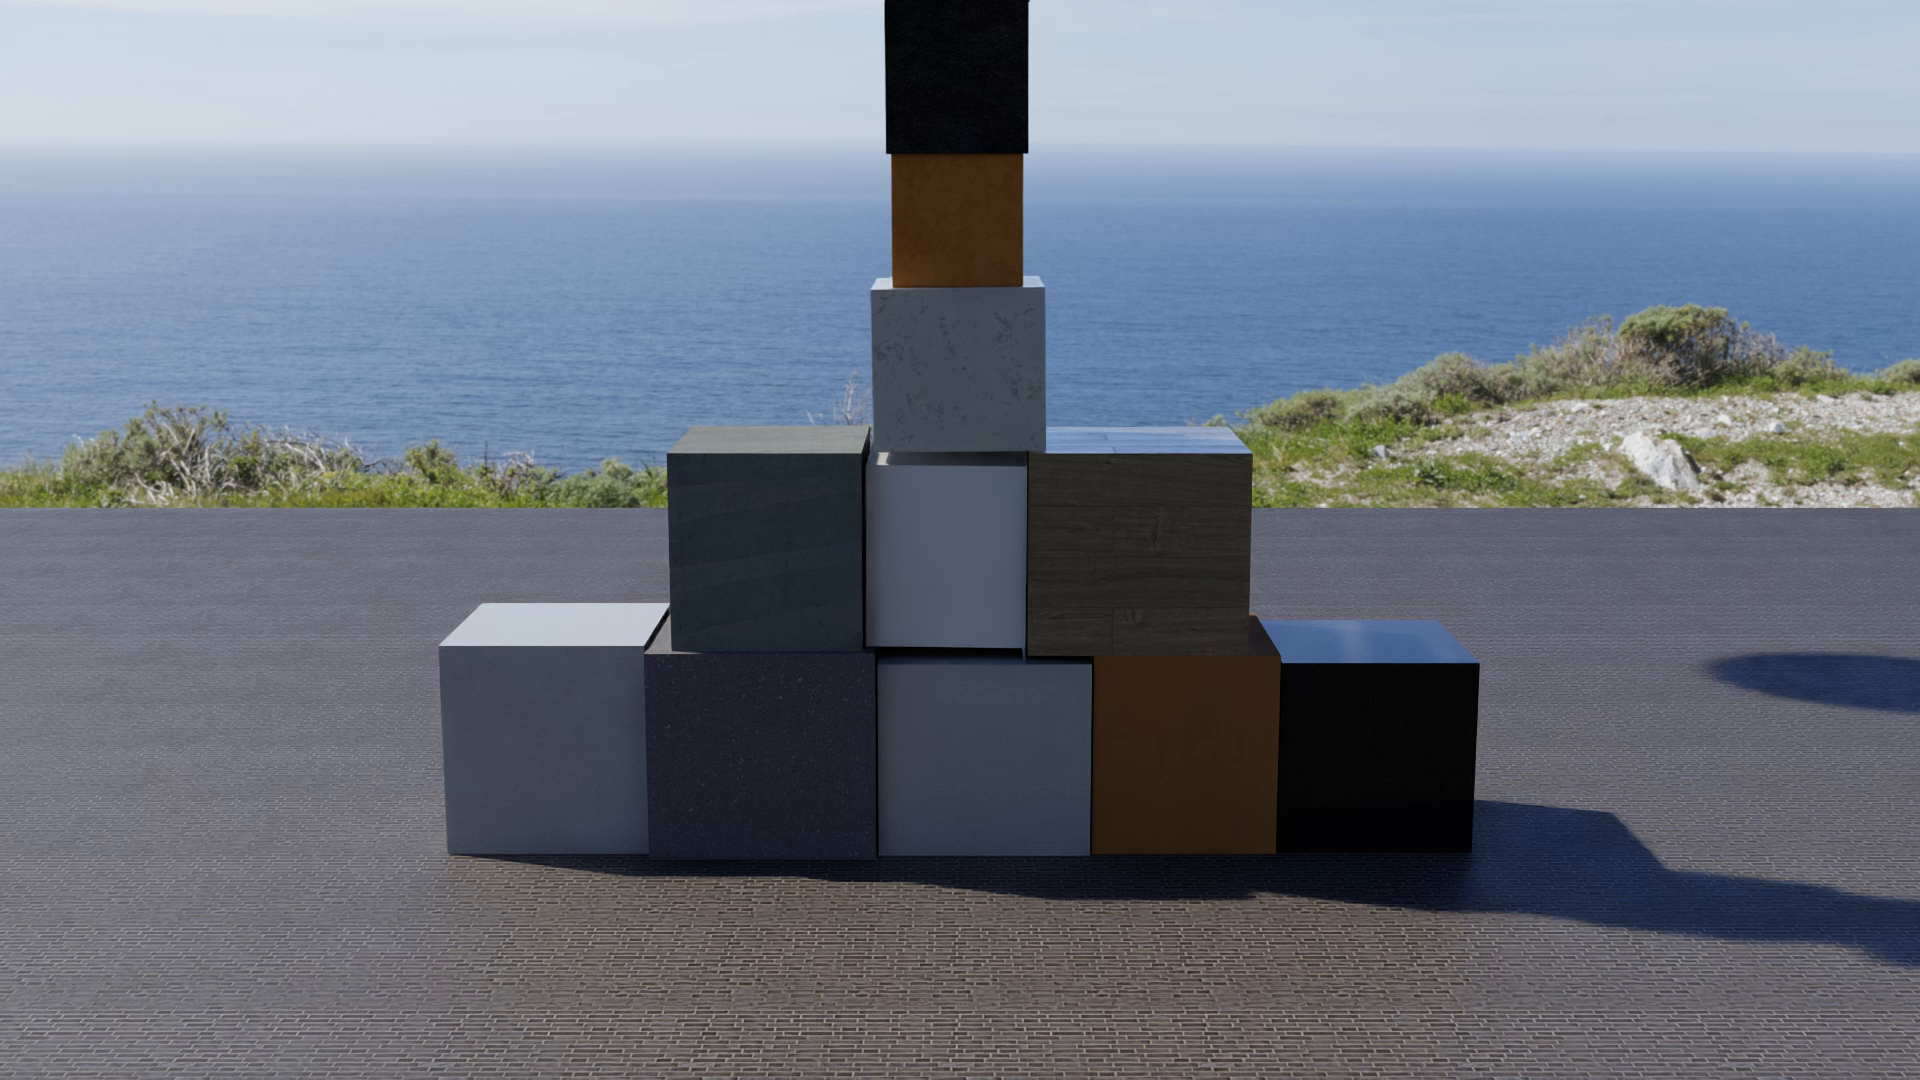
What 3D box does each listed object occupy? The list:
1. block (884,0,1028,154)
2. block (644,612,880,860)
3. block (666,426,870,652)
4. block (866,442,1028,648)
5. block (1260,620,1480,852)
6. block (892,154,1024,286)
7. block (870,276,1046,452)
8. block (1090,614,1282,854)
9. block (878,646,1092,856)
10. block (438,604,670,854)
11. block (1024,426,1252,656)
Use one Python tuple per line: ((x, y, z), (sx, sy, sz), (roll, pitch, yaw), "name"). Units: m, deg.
((-0.015, -2.258, 10.781), (0.679, 0.713, 0.734), (0, 10, 0), "block")
((-0.976, 0.964, 11.355), (1.124, 1.041, 1.153), (0, 10, 0), "block")
((-0.944, -0.030, 11.183), (0.936, 0.976, 1.040), (0, 10, 0), "block")
((-0.067, 0.008, 11.192), (0.788, 0.905, 0.849), (1, 10, 0), "block")
((2.069, 0.995, 11.375), (0.971, 0.972, 0.983), (0, 10, 0), "block")
((-0.012, -1.597, 10.901), (0.631, 0.631, 0.671), (0, 10, 0), "block")
((-0.005, -0.894, 11.032), (0.836, 0.791, 0.857), (-1, 10, 0), "block")
((1.115, 0.978, 11.353), (0.918, 1.015, 0.982), (0, 10, 0), "block")
((0.121, 0.995, 11.370), (1.051, 0.975, 1.062), (0, 10, 0), "block")
((-2.052, 0.951, 11.361), (1.006, 1.064, 1.005), (0, 10, 0), "block")
((0.872, -0.014, 11.172), (1.080, 1.001, 0.992), (0, 10, 0), "block")
